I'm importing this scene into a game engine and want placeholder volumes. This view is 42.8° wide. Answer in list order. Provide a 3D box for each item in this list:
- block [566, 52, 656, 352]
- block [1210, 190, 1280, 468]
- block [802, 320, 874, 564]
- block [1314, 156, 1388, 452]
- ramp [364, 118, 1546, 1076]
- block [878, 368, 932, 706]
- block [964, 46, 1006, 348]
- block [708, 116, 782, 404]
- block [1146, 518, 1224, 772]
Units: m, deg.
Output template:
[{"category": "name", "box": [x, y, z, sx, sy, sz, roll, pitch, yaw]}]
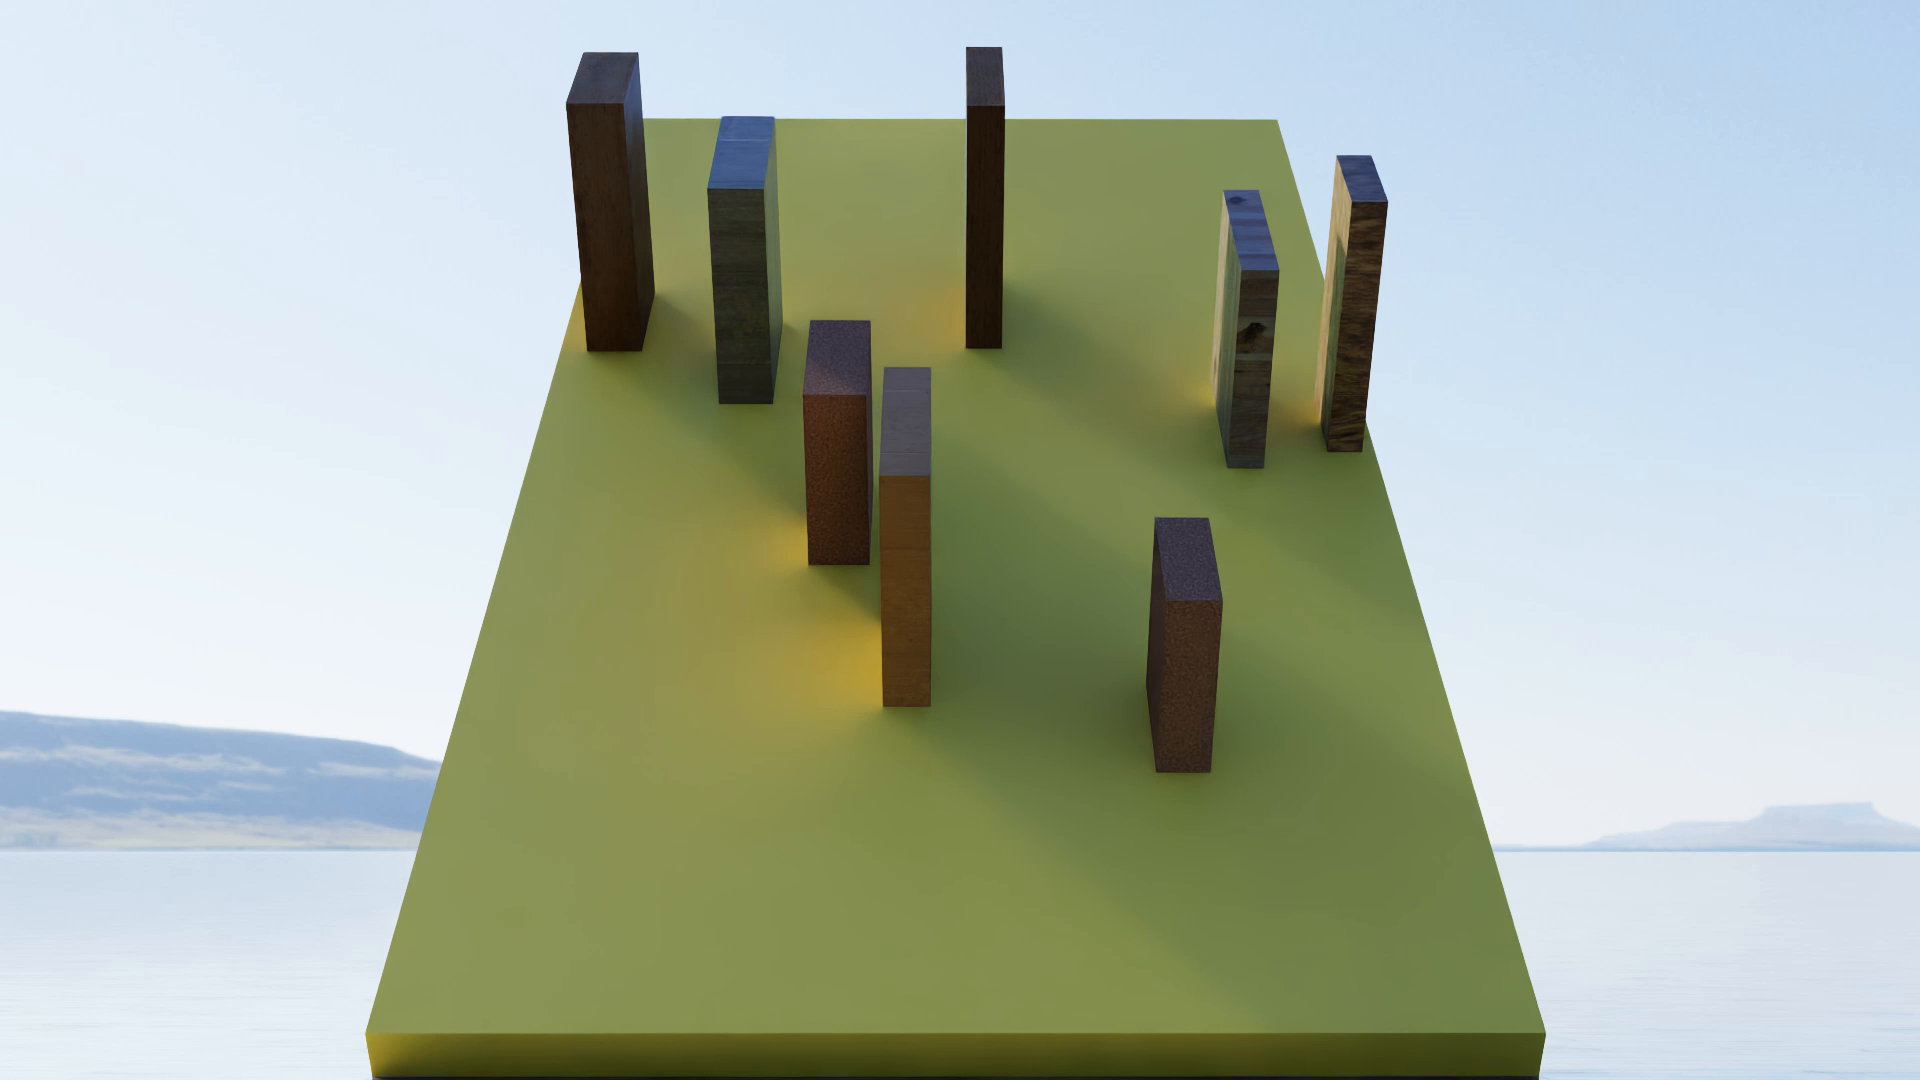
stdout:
[{"category": "block", "box": [-0.878, -0.853, 6.192, 0.139, 0.670, 0.338, 0, 32, 0]}, {"category": "block", "box": [0.669, -0.501, 5.789, 0.085, 0.514, 0.435, 0, 32, 0]}, {"category": "block", "box": [-0.266, -0.217, 5.413, 0.134, 0.426, 0.344, 0, 32, 0]}, {"category": "block", "box": [0.914, -0.551, 5.746, 0.082, 0.646, 0.260, 0, 32, 0]}, {"category": "ramp", "box": [-0.015, -0.188, 5.863, 2.000, 0.100, 4.000, 0, 32, 0]}, {"category": "block", "box": [-0.107, -0.009, 4.976, 0.097, 0.541, 0.435, 0, 32, 0]}, {"category": "block", "box": [0.061, -0.872, 6.239, 0.093, 0.658, 0.394, 0, 32, 0]}, {"category": "block", "box": [-0.524, -0.691, 6.029, 0.132, 0.572, 0.438, 0, 32, 0]}, {"category": "block", "box": [0.434, 0.204, 4.773, 0.106, 0.401, 0.294, 0, 32, 0]}]
